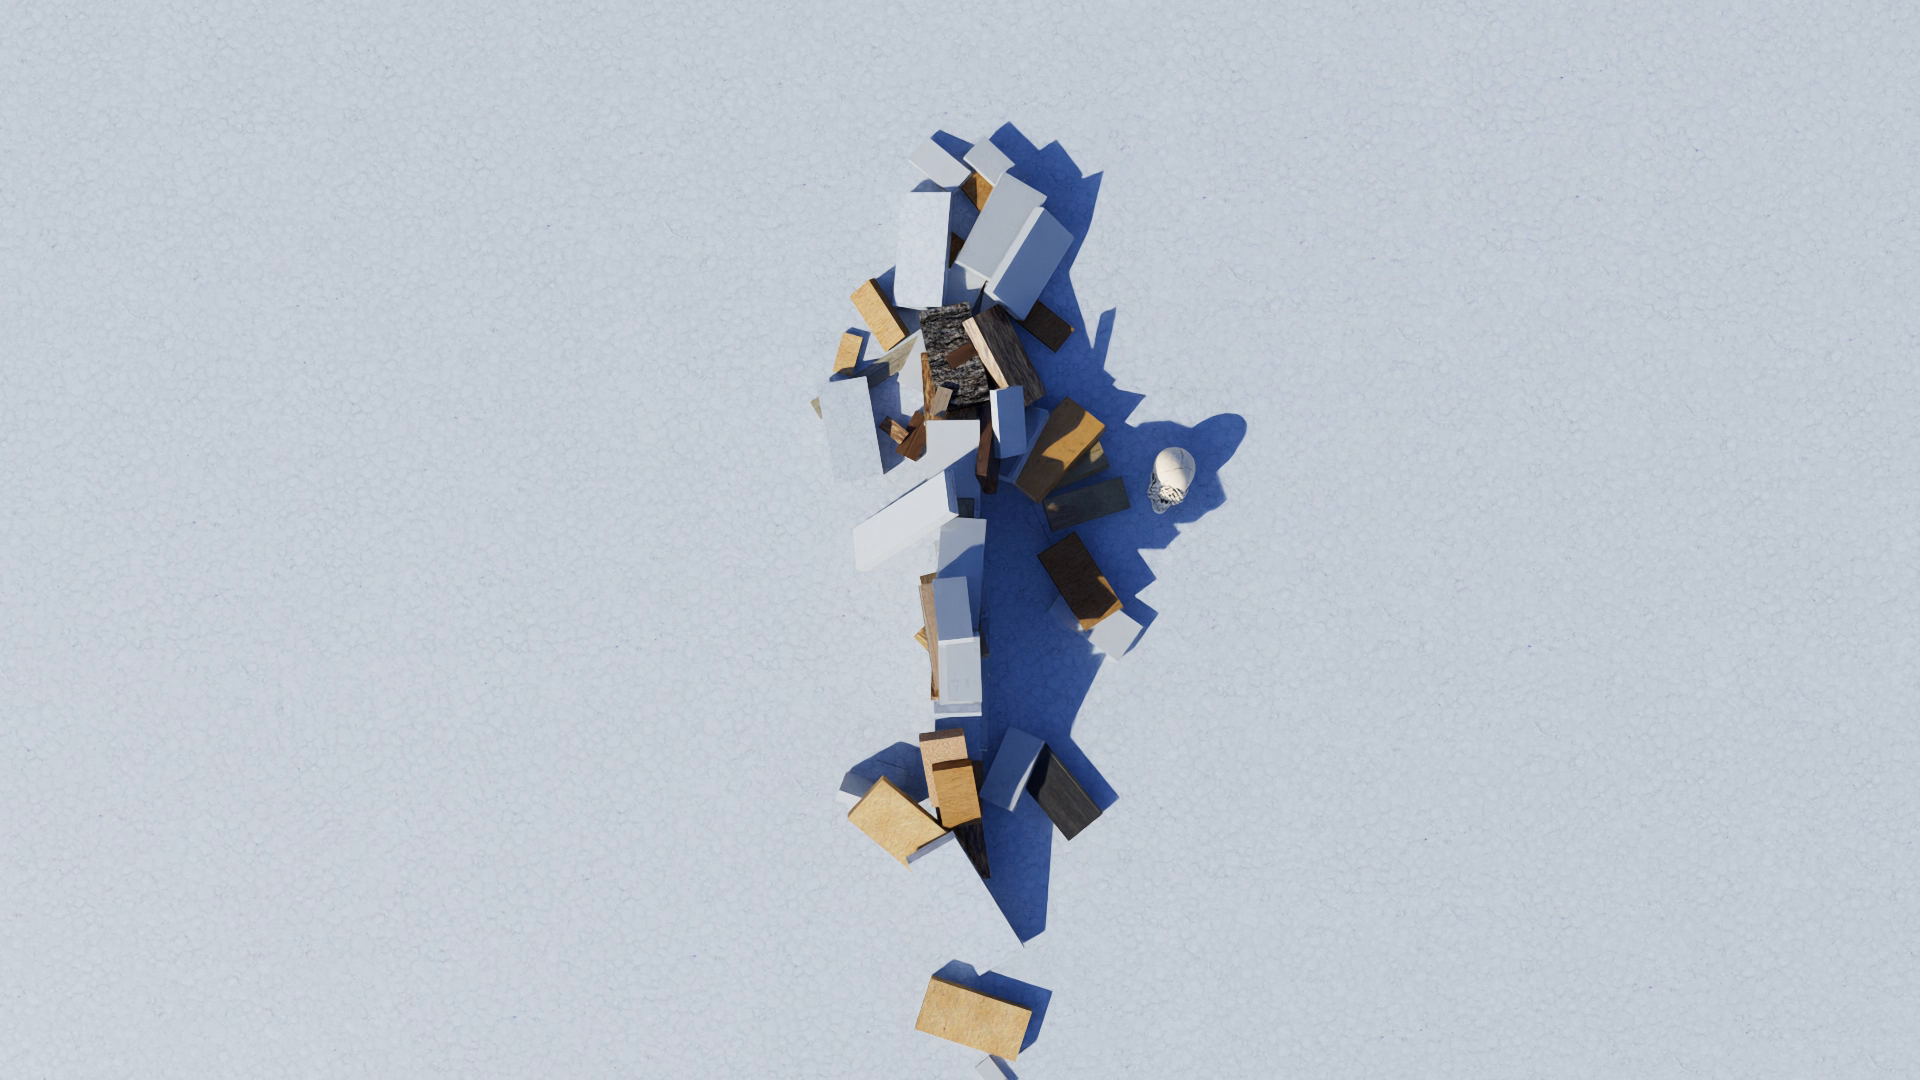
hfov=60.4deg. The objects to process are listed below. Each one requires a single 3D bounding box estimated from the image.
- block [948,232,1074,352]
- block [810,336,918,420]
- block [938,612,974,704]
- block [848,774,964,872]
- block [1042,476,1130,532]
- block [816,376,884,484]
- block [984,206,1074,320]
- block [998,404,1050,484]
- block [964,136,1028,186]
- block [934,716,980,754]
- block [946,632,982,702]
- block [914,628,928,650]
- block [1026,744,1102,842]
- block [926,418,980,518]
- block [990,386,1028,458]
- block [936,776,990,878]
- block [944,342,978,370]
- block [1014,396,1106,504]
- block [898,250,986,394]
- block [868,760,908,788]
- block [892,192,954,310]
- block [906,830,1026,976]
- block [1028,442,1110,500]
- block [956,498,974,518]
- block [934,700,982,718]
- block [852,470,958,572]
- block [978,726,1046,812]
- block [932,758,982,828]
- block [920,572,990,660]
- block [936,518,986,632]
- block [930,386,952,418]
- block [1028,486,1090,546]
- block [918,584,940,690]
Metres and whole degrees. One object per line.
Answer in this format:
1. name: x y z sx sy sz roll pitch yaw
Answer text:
1. block: 0.133 -0.834 5.486 0.553 0.028 0.098 39 90 0
2. block: -0.304 -0.539 5.491 0.417 0.019 0.067 -32 90 0
3. block: -0.013 0.360 5.016 0.105 0.030 0.275 -2 81 1
4. block: -0.176 0.942 5.353 0.349 0.049 0.175 41 98 -8
5. block: 0.418 -0.118 5.458 0.278 0.031 0.110 -17 88 -11
6. block: -0.363 -0.364 5.464 0.166 0.047 0.331 -10 94 -1
7. block: 0.229 -0.906 5.411 0.166 0.047 0.331 37 81 -38
8. block: 0.175 -0.323 5.416 0.134 0.038 0.268 19 71 27
9. block: 0.117 -1.231 5.452 0.196 0.028 0.098 42 84 -1
10. block: -0.010 0.540 5.258 0.142 0.040 0.284 -1 102 0
11. block: 0.011 0.384 4.982 0.105 0.030 0.210 -2 81 1
12. block: -0.051 0.343 5.302 0.185 0.026 0.093 45 88 2
13. block: 0.324 0.837 5.479 0.147 0.042 0.294 -39 90 0
14. block: -0.020 -0.218 5.312 0.169 0.048 0.338 -1 98 -1
15. block: 0.157 -0.380 5.296 0.110 0.031 0.220 -14 107 -35
16. block: 0.003 0.938 5.404 0.142 0.040 0.367 -9 99 1
17. block: 0.005 -0.597 5.338 0.096 0.014 0.048 -32 80 -5
18. block: 0.305 -0.297 5.427 0.168 0.048 0.336 40 81 19
19. block: -0.051 -0.714 5.459 0.121 0.034 0.474 26 92 -1
20. block: -0.238 0.777 5.491 0.121 0.017 0.061 17 90 0
21. block: -0.120 -0.953 5.440 0.168 0.048 0.383 3 86 16
22. block: 0.021 1.188 5.385 0.175 0.049 0.499 -30 112 0
23. block: 0.336 -0.253 5.454 0.283 0.040 0.142 -22 69 1
24. block: -0.001 0.007 5.309 0.089 0.025 0.282 1 98 -1
25. block: -0.011 0.407 5.186 0.147 0.042 0.294 -2 69 0
26. block: -0.180 -0.057 5.313 0.454 0.042 0.147 -31 55 38
27. block: 0.171 0.756 5.442 0.126 0.036 0.253 22 80 18
28. block: -0.009 0.813 5.283 0.126 0.036 0.253 -8 124 2
29. block: -0.018 0.241 5.205 0.147 0.042 0.304 -14 70 -5
30. block: 0.000 0.106 5.168 0.142 0.040 0.363 4 69 2
31. block: -0.061 -0.443 5.308 0.048 0.014 0.096 17 79 4
32. block: 0.323 -0.083 5.483 0.121 0.034 0.242 -26 90 0
33. block: -0.036 0.291 5.063 0.134 0.038 0.326 -9 81 0
